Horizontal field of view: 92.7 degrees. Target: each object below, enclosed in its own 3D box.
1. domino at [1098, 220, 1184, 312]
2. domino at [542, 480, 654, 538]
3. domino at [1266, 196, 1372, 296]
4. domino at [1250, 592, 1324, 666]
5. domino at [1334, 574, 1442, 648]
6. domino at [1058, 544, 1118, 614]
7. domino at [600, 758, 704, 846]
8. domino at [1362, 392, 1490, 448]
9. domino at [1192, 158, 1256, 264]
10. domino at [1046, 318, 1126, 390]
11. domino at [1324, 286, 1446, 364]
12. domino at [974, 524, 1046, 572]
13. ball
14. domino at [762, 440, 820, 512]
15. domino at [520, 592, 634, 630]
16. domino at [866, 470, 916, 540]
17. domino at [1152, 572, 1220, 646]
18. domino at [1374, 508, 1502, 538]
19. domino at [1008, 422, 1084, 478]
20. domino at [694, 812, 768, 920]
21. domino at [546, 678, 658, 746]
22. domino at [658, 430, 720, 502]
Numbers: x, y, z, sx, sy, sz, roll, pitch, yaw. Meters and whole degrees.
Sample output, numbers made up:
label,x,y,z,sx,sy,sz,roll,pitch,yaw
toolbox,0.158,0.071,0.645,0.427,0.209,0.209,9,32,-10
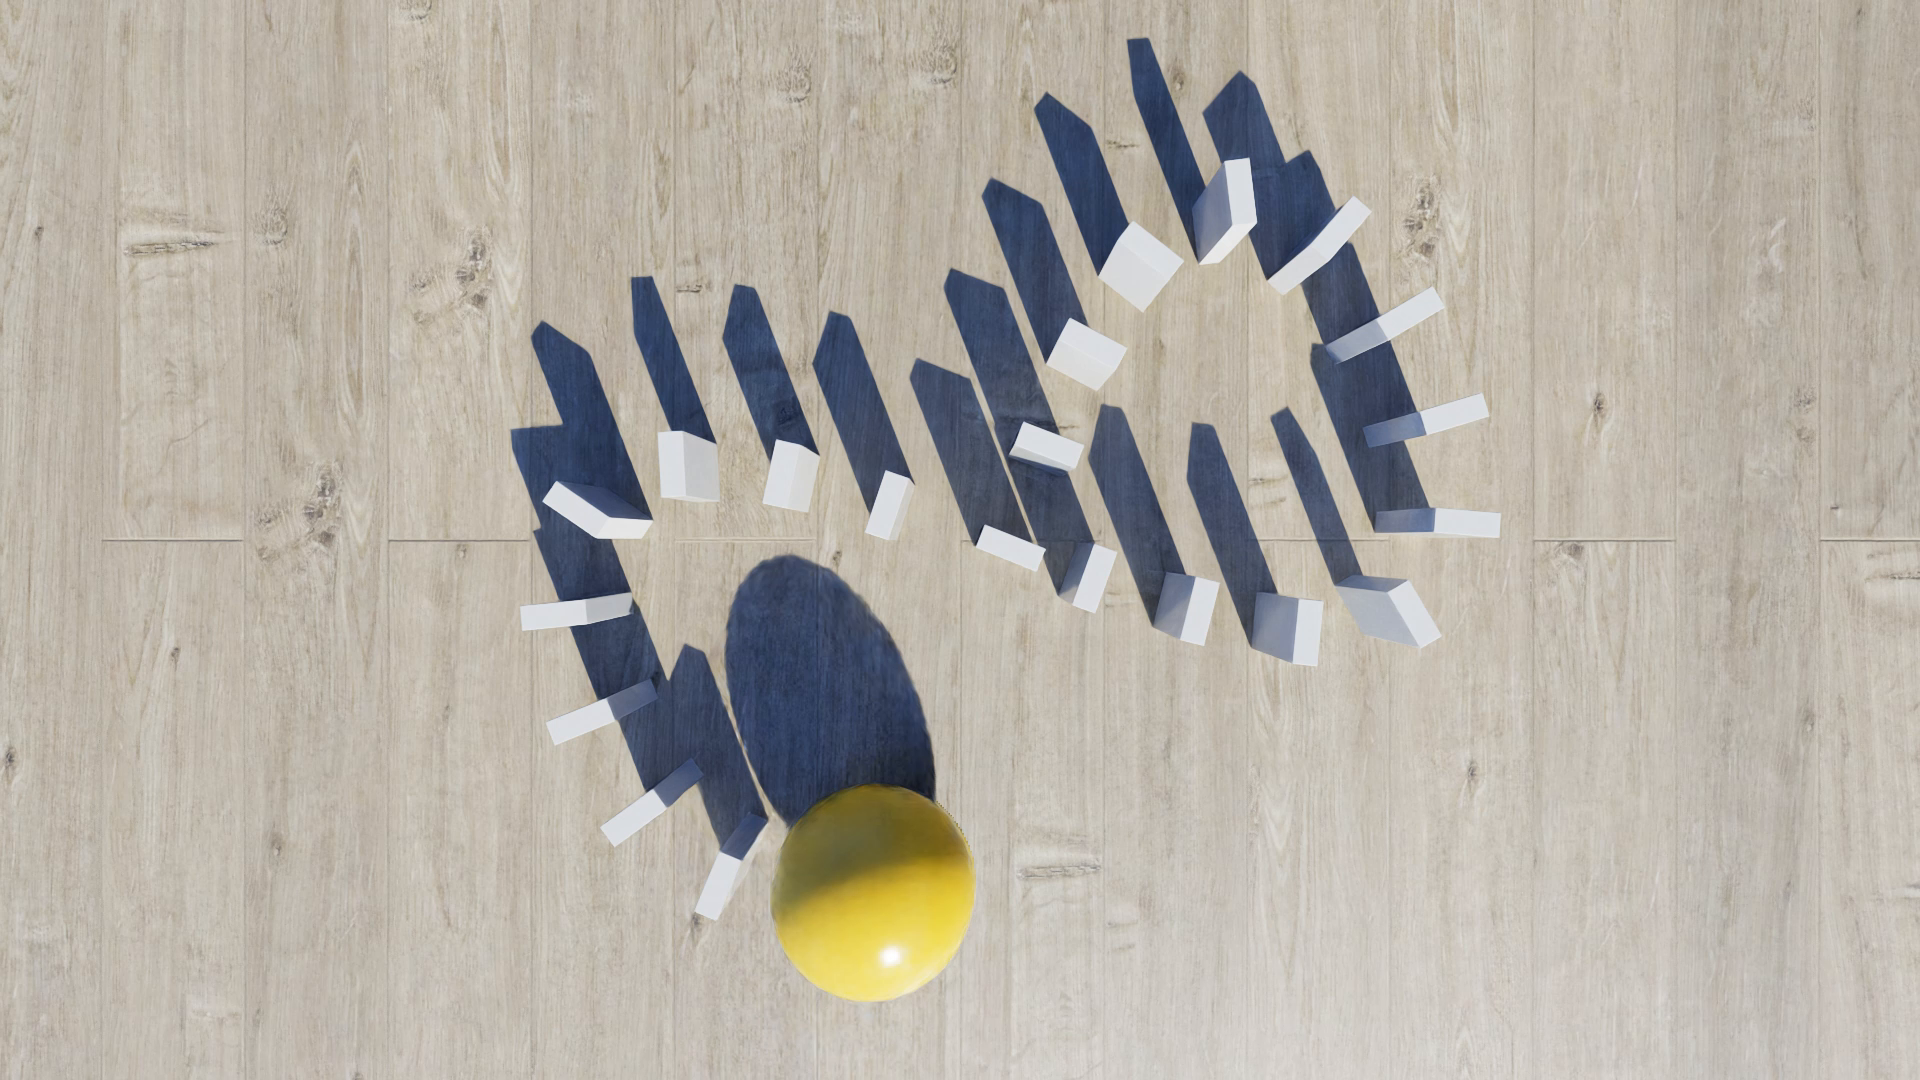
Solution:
label,x,y,z,sx,sy,sz,roll,pitch,yaw
domino,0.073,-0.111,0.375,0.025,0.050,0.010,38,90,0
domino,-0.147,-0.012,0.375,0.025,0.050,0.010,35,90,0
domino,0.146,-0.119,0.375,0.010,0.050,0.025,41,90,0
domino,0.133,0.035,0.375,0.009,0.050,0.025,6,90,0
domino,0.174,0.028,0.375,0.009,0.050,0.025,-31,90,0
domino,0.051,0.015,0.375,0.009,0.050,0.025,20,90,0
domino,-0.125,0.106,0.375,0.025,0.050,0.009,-36,90,0
domino,0.189,-0.048,0.375,0.025,0.050,0.009,-17,90,0
domino,0.107,-0.133,0.375,0.009,0.050,0.025,-7,90,0
domino,0.051,-0.075,0.375,0.025,0.050,0.010,28,90,0
domino,0.172,-0.087,0.375,0.025,0.050,0.009,-30,90,0
domino,0.019,0.003,0.375,0.025,0.050,0.009,22,90,0
ball,-0.034,0.137,0.360,0.080,0.080,0.080,0,90,0
domino,-0.068,-0.025,0.375,0.010,0.050,0.025,12,90,0
domino,-0.155,0.029,0.375,0.025,0.050,0.009,-6,90,0
domino,-0.028,-0.013,0.375,0.010,0.050,0.025,19,90,0
domino,0.092,0.027,0.375,0.010,0.050,0.025,14,90,0
domino,0.194,-0.007,0.375,0.025,0.050,0.009,5,90,0
domino,0.034,-0.036,0.375,0.025,0.050,0.010,21,90,0
domino,-0.093,0.132,0.375,0.010,0.050,0.025,23,90,0
domino,-0.145,0.069,0.375,0.025,0.050,0.010,-22,90,0
domino,-0.110,-0.029,0.375,0.009,0.050,0.025,-3,90,0
